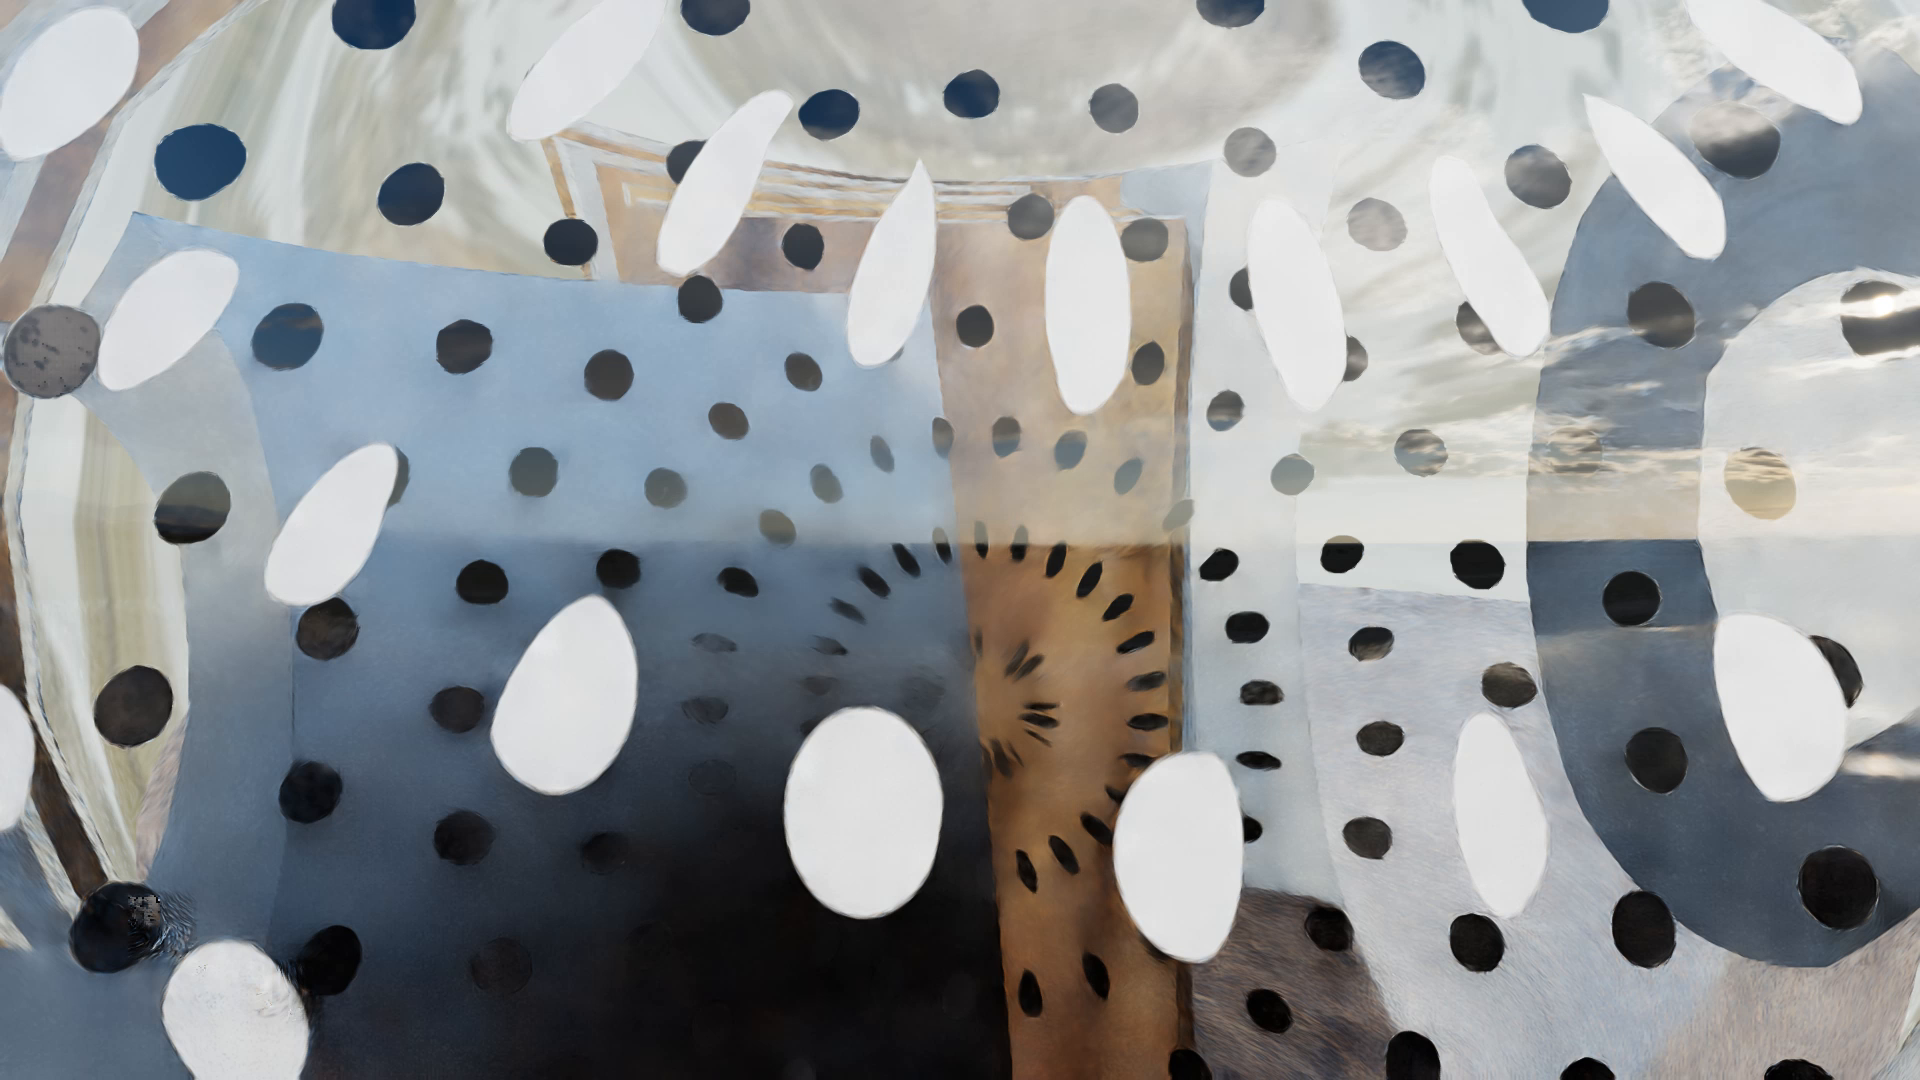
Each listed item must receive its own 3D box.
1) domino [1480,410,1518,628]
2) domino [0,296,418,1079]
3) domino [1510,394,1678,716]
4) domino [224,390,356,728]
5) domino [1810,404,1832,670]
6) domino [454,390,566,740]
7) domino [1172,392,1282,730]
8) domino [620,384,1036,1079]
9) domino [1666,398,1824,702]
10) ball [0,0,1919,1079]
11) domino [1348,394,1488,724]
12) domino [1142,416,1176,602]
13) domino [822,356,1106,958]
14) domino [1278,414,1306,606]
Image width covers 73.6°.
[{"bbox_3d":[0.132,-0.005,0.305,0.025,0.050,0.009,-3,5,-37],"label":"domino"},{"bbox_3d":[-0.053,0.011,0.079,0.009,0.025,0.050,-3,46,-53],"label":"domino"},{"bbox_3d":[0.104,0.002,0.211,0.009,0.050,0.025,-1,4,-13],"label":"domino"},{"bbox_3d":[-0.099,0.003,0.191,0.009,0.050,0.025,-1,4,-12],"label":"domino"},{"bbox_3d":[0.151,-0.001,0.248,0.025,0.050,0.009,1,4,16],"label":"domino"},{"bbox_3d":[-0.068,0.003,0.196,0.009,0.050,0.025,-1,4,-7],"label":"domino"},{"bbox_3d":[0.042,0.002,0.202,0.010,0.050,0.025,0,4,-4],"label":"domino"},{"bbox_3d":[-0.010,0.012,0.093,0.025,0.050,0.010,-1,-28,-9],"label":"domino"},{"bbox_3d":[0.133,0.001,0.223,0.009,0.050,0.025,-3,5,-35],"label":"domino"},{"bbox_3d":[0.002,-0.001,0.051,0.080,0.080,0.080,0,4,0],"label":"ball"},{"bbox_3d":[0.073,0.002,0.206,0.010,0.050,0.025,-1,4,-8],"label":"domino"},{"bbox_3d":[0.056,-0.009,0.356,0.010,0.050,0.025,1,4,7],"label":"domino"},{"bbox_3d":[0.000,0.009,0.111,0.025,0.050,0.009,0,-17,7],"label":"domino"},{"bbox_3d":[0.085,-0.008,0.346,0.010,0.050,0.025,2,5,30],"label":"domino"}]
